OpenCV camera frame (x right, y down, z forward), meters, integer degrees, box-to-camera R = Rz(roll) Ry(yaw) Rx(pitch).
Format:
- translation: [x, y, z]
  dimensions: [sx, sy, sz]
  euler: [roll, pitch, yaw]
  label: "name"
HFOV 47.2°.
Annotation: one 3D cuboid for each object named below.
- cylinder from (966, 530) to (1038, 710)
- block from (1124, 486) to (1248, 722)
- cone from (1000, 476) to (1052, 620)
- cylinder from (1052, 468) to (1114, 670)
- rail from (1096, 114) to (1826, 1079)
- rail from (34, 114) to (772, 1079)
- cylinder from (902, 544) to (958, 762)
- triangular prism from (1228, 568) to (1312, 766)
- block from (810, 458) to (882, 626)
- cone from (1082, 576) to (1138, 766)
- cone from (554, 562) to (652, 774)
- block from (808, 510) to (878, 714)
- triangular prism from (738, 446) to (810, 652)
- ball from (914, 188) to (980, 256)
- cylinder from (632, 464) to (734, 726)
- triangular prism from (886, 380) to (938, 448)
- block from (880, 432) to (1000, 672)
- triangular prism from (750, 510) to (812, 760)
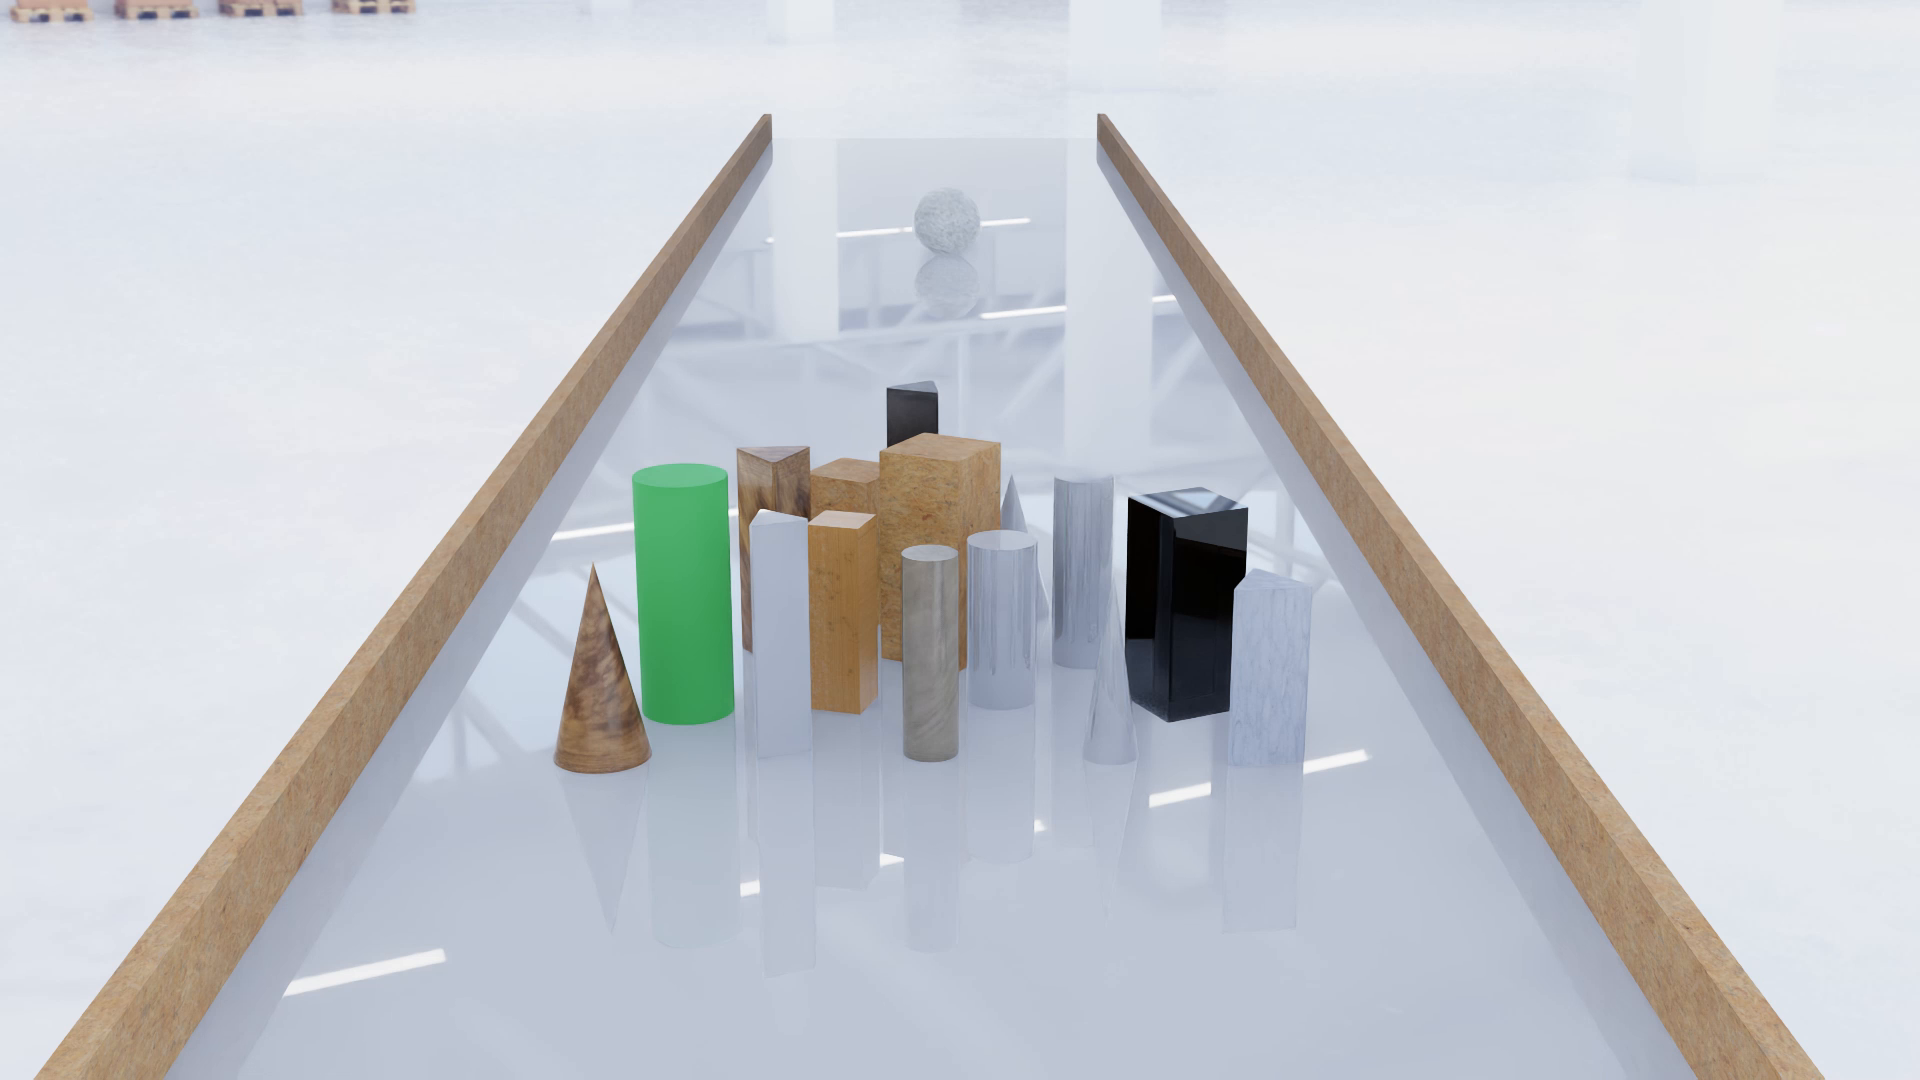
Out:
- translation: [0.079, 0.151, 4.167]
  dimensions: [0.133, 0.315, 0.133]
  euler: [0, 17, 0]
  label: "cylinder"
- translation: [0.422, 0.119, 4.131]
  dimensions: [0.161, 0.396, 0.161]
  euler: [-8, 18, -25]
  label: "block"
- translation: [0.109, 0.005, 4.672]
  dimensions: [0.174, 0.307, 0.174]
  euler: [0, 17, 0]
  label: "cone"
- translation: [0.243, 0.056, 4.368]
  dimensions: [0.120, 0.383, 0.120]
  euler: [0, 17, 0]
  label: "cylinder"
- translation: [0.932, -0.844, 7.801]
  dimensions: [0.050, 0.150, 12.000]
  euler: [0, 17, -1]
  label: "rail"
- translation: [-1.118, -0.838, 7.780]
  dimensions: [0.050, 0.150, 12.000]
  euler: [0, 17, -1]
  label: "rail"
- translation: [-0.052, 0.201, 3.895]
  dimensions: [0.100, 0.373, 0.100]
  euler: [0, 17, 0]
  label: "cylinder"
- translation: [0.534, 0.223, 3.905]
  dimensions: [0.137, 0.326, 0.119]
  euler: [-2, 17, -8]
  label: "triangular prism"
- translation: [-0.220, 0.006, 4.647]
  dimensions: [0.157, 0.319, 0.157]
  euler: [9, 19, 28]
  label: "block"
- translation: [0.268, 0.220, 3.888]
  dimensions: [0.103, 0.342, 0.103]
  euler: [0, 17, 0]
  label: "cone"
- translation: [-0.639, 0.210, 3.881]
  dimensions: [0.176, 0.364, 0.176]
  euler: [0, 17, 0]
  label: "cone"
- translation: [-0.220, 0.136, 4.135]
  dimensions: [0.101, 0.363, 0.101]
  euler: [5, 17, 17]
  label: "block"
- translation: [-0.352, 0.024, 4.409]
  dimensions: [0.123, 0.420, 0.143]
  euler: [-11, 20, -34]
  label: "triangular prism"
- translation: [-0.054, -1.337, 9.232]
  dimensions: [0.280, 0.280, 0.280]
  euler: [0, 17, 0]
  label: "ball"
- translation: [-0.513, 0.100, 4.091]
  dimensions: [0.174, 0.456, 0.174]
  euler: [0, 17, 0]
  label: "cylinder"
- translation: [-0.083, -0.124, 4.864]
  dimensions: [0.123, 0.445, 0.106]
  euler: [7, 18, 23]
  label: "triangular prism"
- translation: [-0.038, 0.022, 4.400]
  dimensions: [0.176, 0.429, 0.176]
  euler: [9, 19, 28]
  label: "block"
- translation: [-0.332, 0.165, 3.914]
  dimensions: [0.106, 0.432, 0.092]
  euler: [-7, 18, -23]
  label: "triangular prism"
